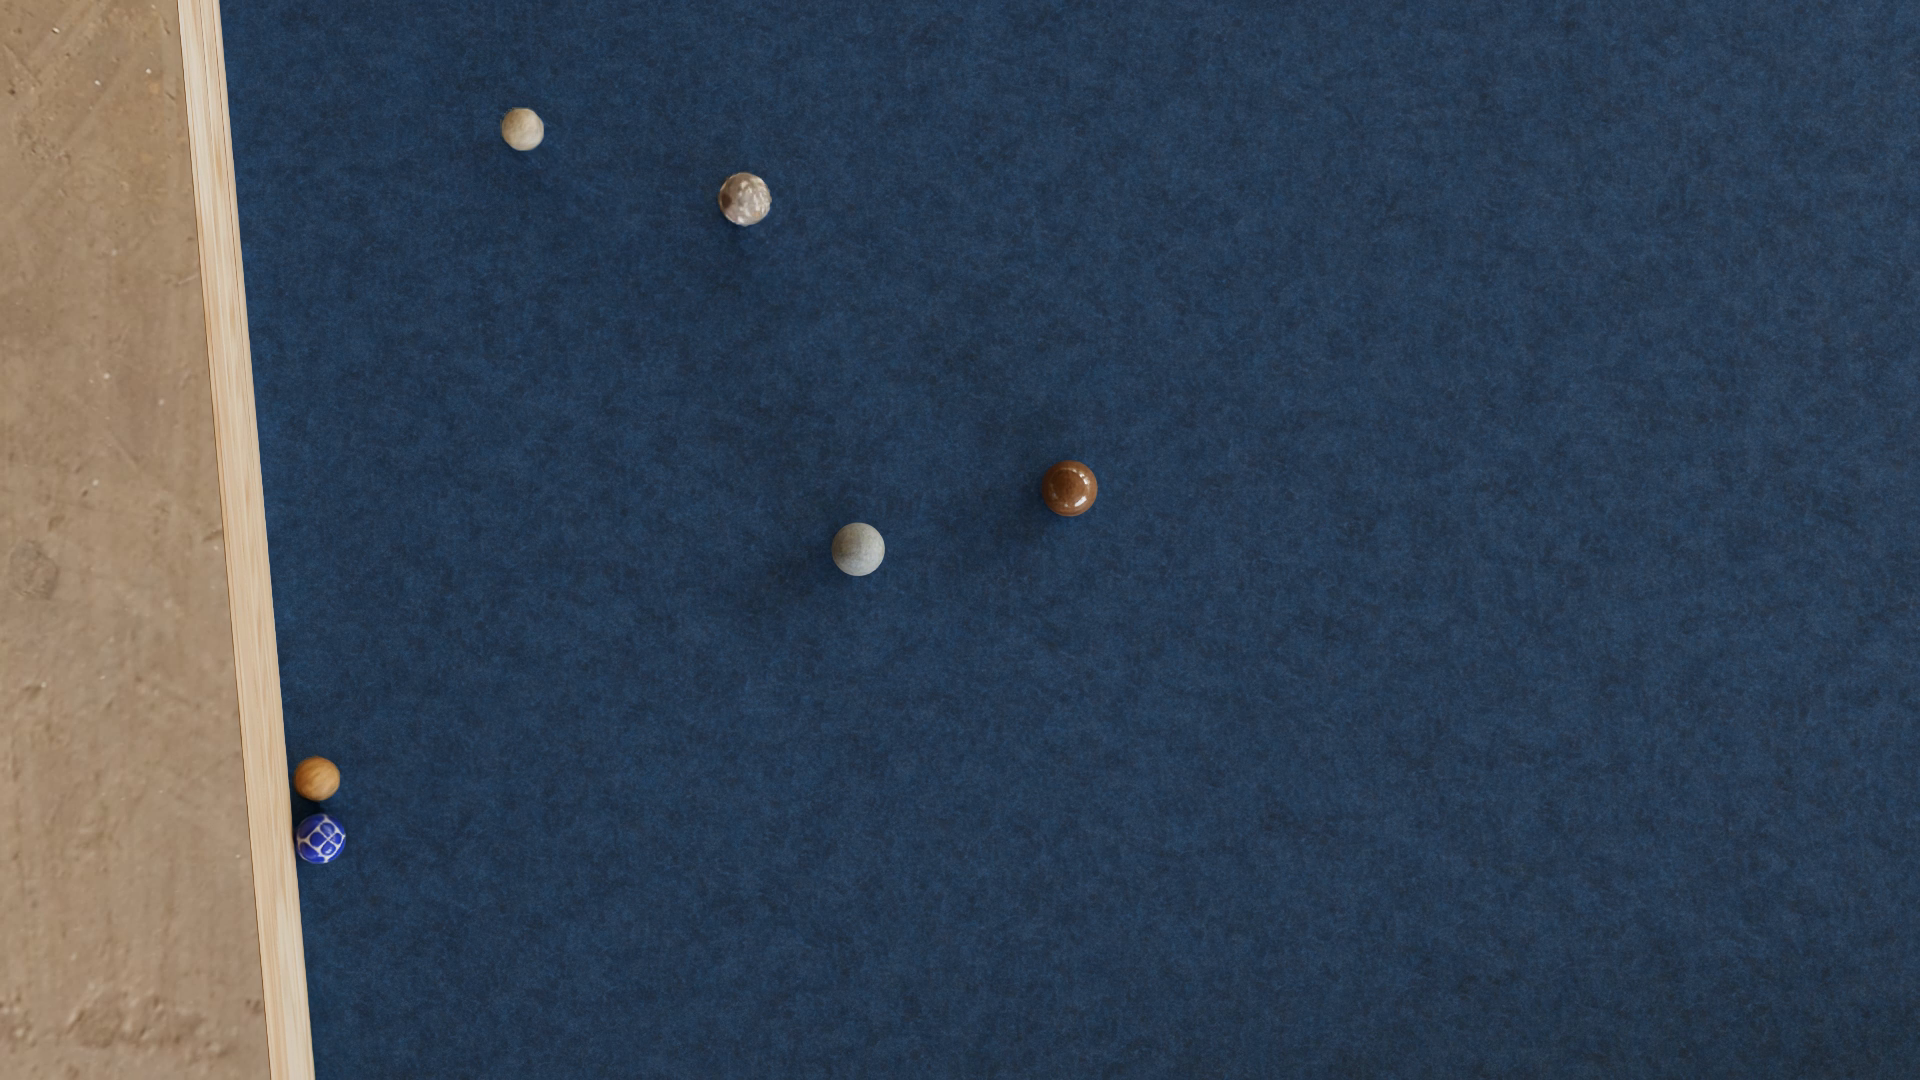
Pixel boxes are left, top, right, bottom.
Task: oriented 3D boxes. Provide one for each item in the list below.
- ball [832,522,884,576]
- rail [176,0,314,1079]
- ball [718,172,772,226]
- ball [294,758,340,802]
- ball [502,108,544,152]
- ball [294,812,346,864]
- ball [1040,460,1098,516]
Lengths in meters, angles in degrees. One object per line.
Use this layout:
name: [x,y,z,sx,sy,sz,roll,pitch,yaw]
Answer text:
ball: [-0.151,0.014,3.248,0.079,0.079,0.079,0,84,0]
rail: [-1.027,0.124,3.219,0.045,0.110,2.389,-7,84,-1]
ball: [-0.324,-0.512,3.308,0.079,0.079,0.079,0,84,0]
ball: [-0.940,0.350,3.217,0.065,0.065,0.065,0,84,0]
ball: [-0.661,-0.621,3.327,0.064,0.064,0.064,0,84,0]
ball: [-0.933,0.434,3.204,0.073,0.073,0.073,0,84,0]
ball: [0.162,-0.076,3.256,0.084,0.084,0.084,0,84,0]
